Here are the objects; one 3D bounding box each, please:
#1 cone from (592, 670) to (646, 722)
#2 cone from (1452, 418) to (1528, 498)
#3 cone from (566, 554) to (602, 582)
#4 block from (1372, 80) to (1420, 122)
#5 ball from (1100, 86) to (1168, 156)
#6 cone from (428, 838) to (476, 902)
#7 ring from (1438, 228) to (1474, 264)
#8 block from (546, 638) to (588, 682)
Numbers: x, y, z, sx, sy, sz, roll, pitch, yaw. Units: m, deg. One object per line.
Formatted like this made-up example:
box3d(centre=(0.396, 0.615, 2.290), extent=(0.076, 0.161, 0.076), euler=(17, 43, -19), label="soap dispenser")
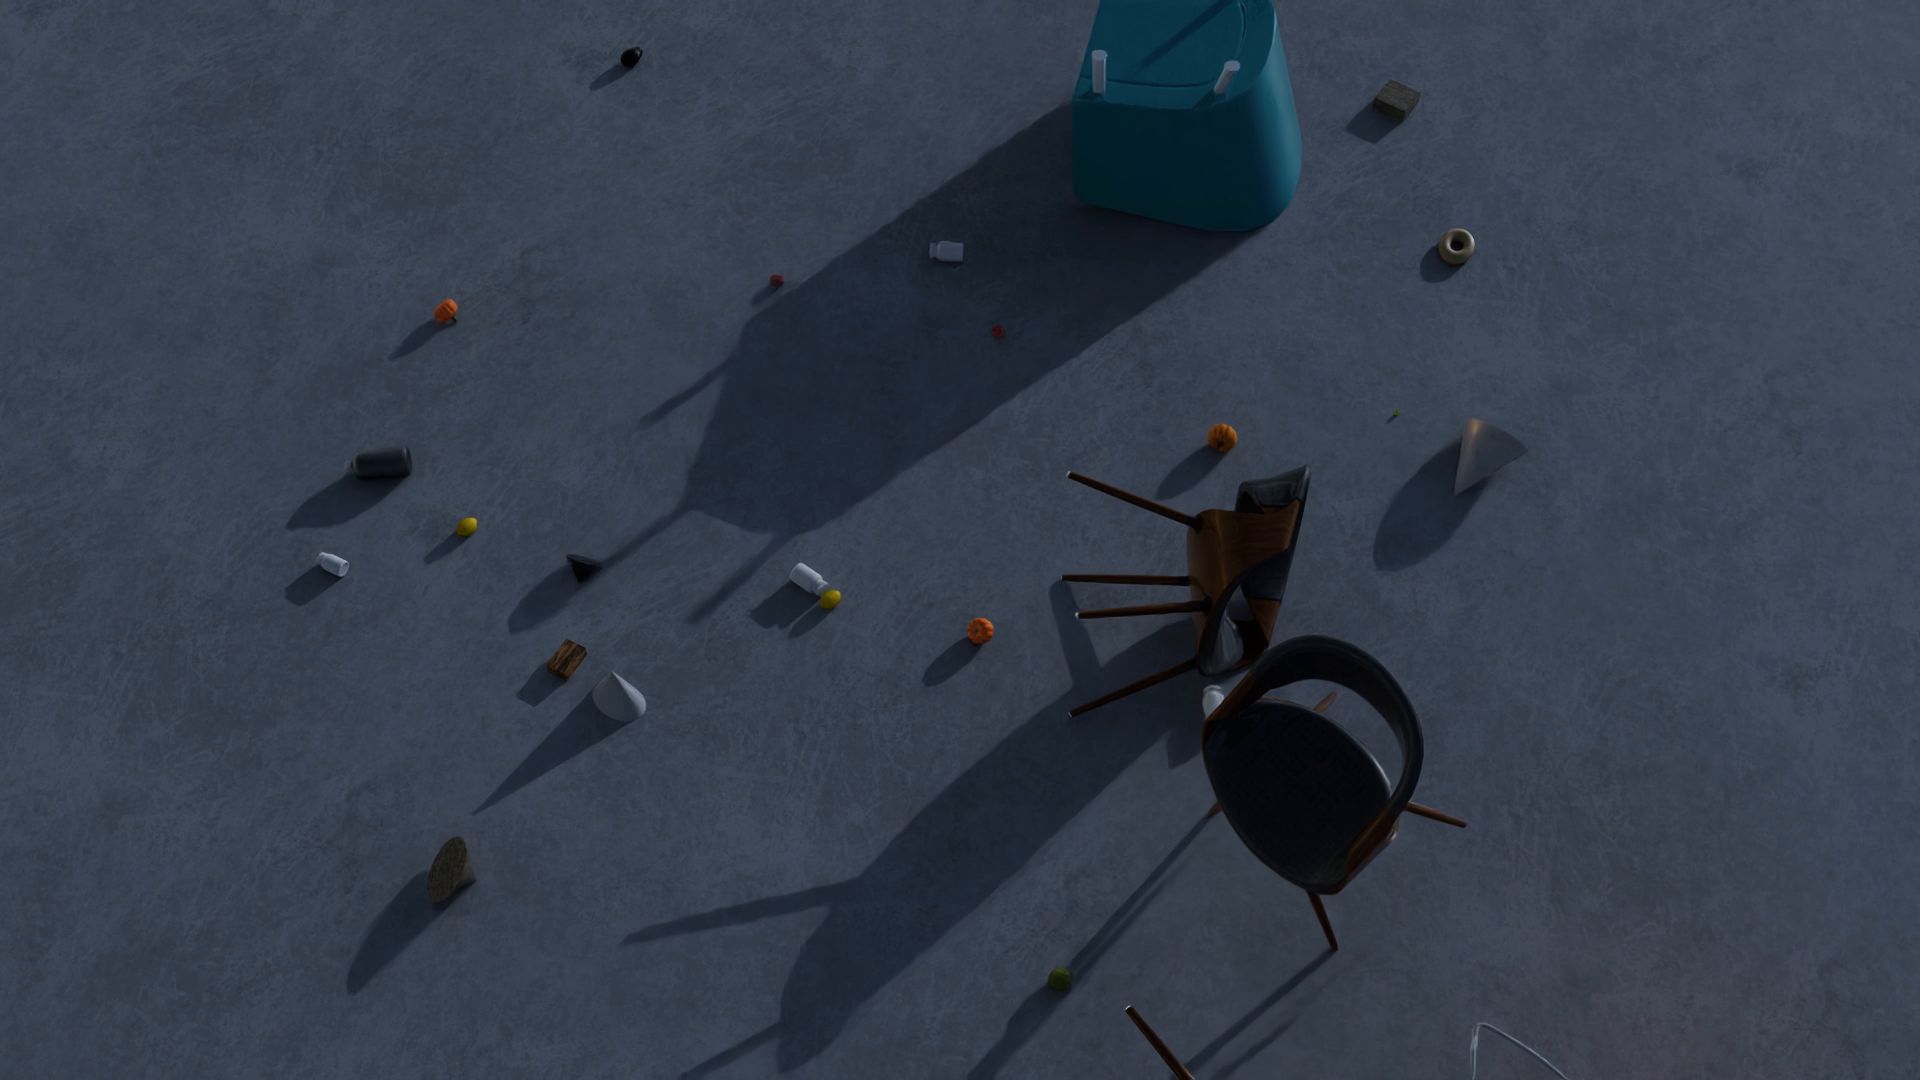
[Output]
box3d(centre=(-0.971, 0.410, 6.198), extent=(0.170, 0.168, 0.117), euler=(29, 61, 18), label="cone")
box3d(centre=(1.562, -0.223, 6.673), extent=(0.234, 0.158, 0.238), euler=(-54, 41, -6), label="cone")
box3d(centre=(-1.116, 0.091, 6.487), extent=(0.119, 0.107, 0.067), euler=(20, 98, 35), label="cone")
box3d(centre=(1.500, -1.512, 7.559), extent=(0.119, 0.049, 0.109), euler=(30, 61, 19), label="block")
box3d(centre=(0.582, -1.407, 7.380), extent=(0.228, 0.228, 0.228), euler=(0, 56, 0), label="ball")
box3d(centre=(-1.344, 0.904, 5.928), extent=(0.181, 0.094, 0.188), euler=(-50, 35, 14), label="cone")
box3d(centre=(1.625, -0.961, 7.196), extent=(0.115, 0.038, 0.154), euler=(17, 57, 12), label="ring")
box3d(centre=(-1.130, 0.345, 6.320), extent=(0.066, 0.038, 0.102), euler=(24, 59, 15), label="block")
